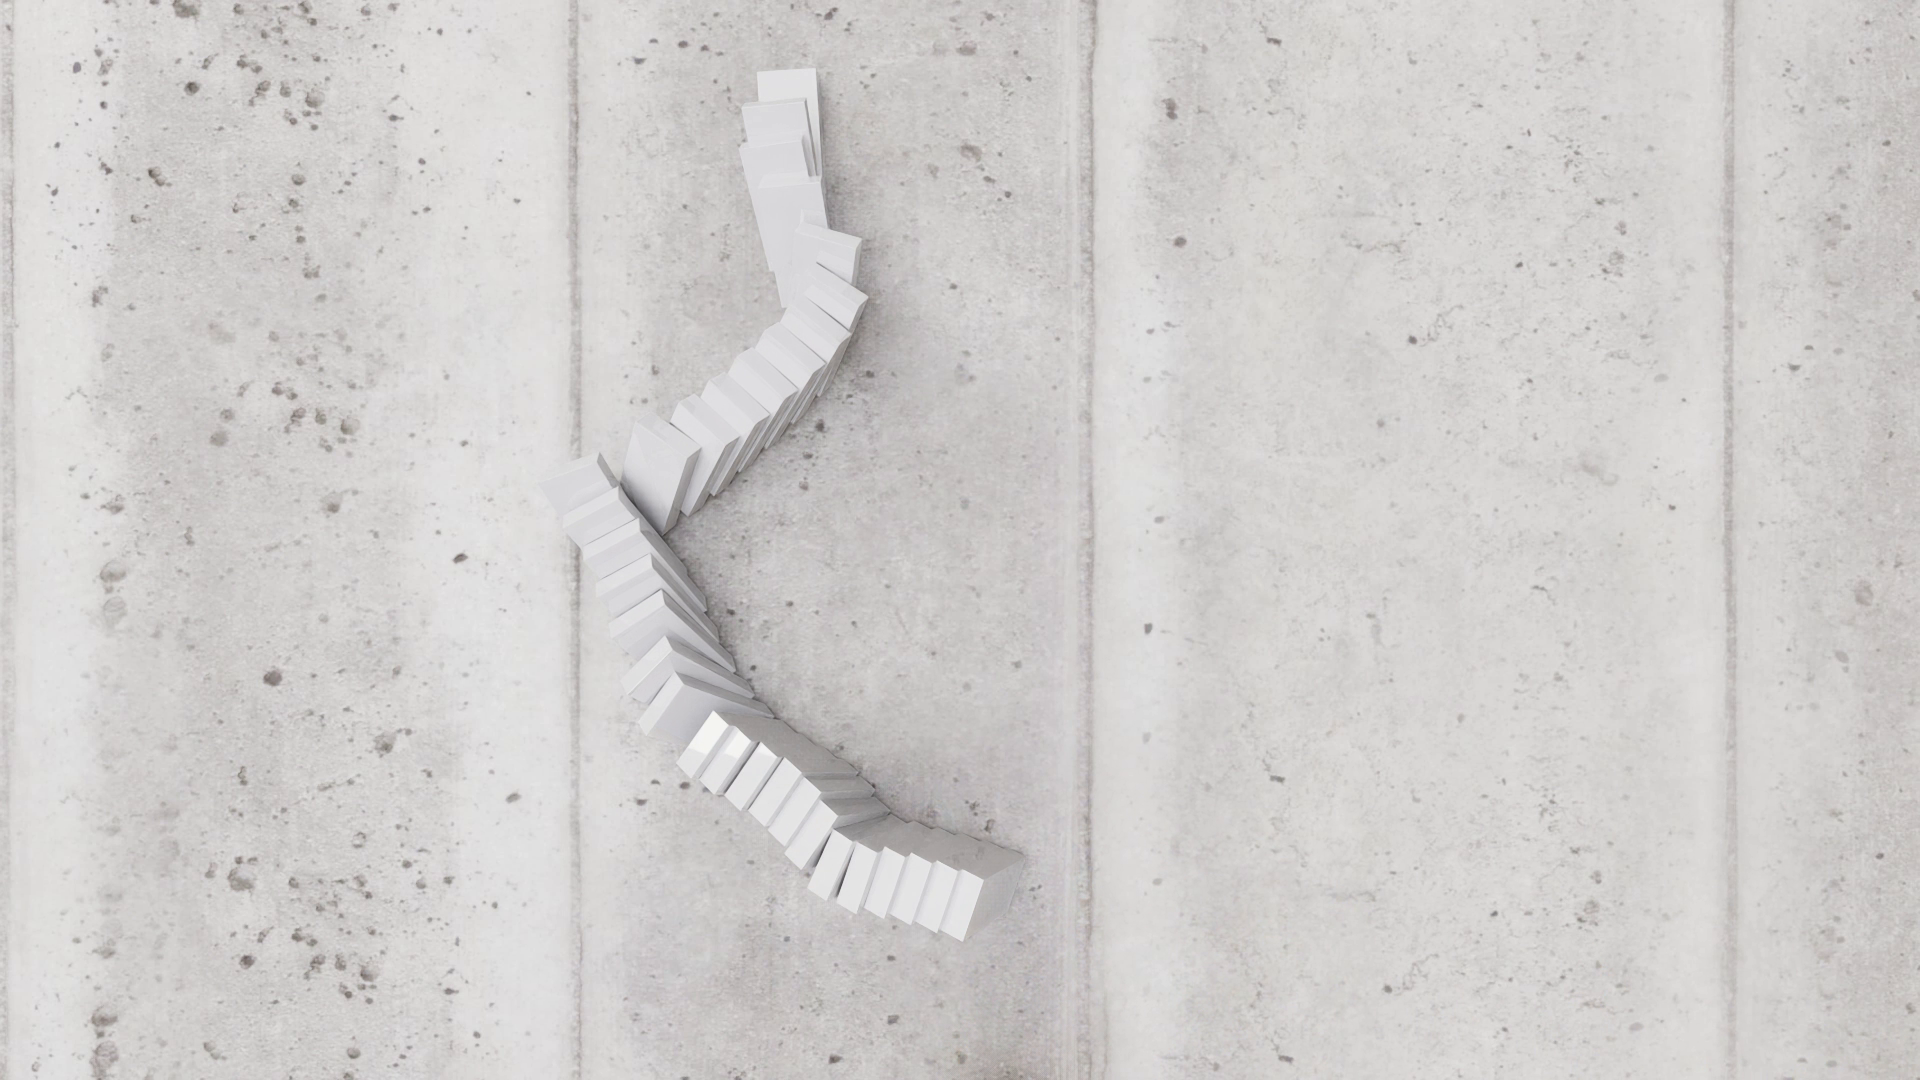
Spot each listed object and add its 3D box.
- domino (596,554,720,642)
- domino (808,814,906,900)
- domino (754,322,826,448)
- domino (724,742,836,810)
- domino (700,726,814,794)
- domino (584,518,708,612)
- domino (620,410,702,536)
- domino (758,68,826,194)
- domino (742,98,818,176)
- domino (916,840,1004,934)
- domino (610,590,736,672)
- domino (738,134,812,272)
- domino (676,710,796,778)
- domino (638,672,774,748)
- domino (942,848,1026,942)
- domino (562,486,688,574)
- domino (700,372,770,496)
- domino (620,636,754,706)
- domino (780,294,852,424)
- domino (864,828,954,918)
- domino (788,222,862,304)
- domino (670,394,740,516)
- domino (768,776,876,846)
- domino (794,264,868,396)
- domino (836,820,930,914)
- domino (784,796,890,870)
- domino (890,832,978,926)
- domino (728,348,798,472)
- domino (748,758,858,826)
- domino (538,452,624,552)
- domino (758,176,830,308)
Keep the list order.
[{"bbox_3d":[-0.124,0.030,0.380,0.025,0.010,0.050,-29,131,0],"label":"domino"},{"bbox_3d":[-0.041,0.129,0.375,0.010,0.050,0.025,24,91,24],"label":"domino"},{"bbox_3d":[-0.078,-0.063,0.379,0.025,0.009,0.050,41,133,-3],"label":"domino"},{"bbox_3d":[-0.072,0.097,0.375,0.009,0.050,0.025,34,90,25],"label":"domino"},{"bbox_3d":[-0.082,0.091,0.376,0.009,0.050,0.025,35,90,26],"label":"domino"},{"bbox_3d":[-0.130,0.016,0.380,0.025,0.010,0.050,-28,130,0],"label":"domino"},{"bbox_3d":[-0.126,-0.027,0.380,0.025,0.009,0.050,35,132,1],"label":"domino"},{"bbox_3d":[-0.072,-0.175,0.395,0.025,0.009,0.050,-4,90,0],"label":"domino"},{"bbox_3d":[-0.072,-0.155,0.381,0.025,0.010,0.050,-5,127,1],"label":"domino"},{"bbox_3d":[0.001,0.141,0.375,0.010,0.050,0.025,19,90,24],"label":"domino"},{"bbox_3d":[-0.118,0.045,0.380,0.025,0.010,0.050,-33,133,0],"label":"domino"},{"bbox_3d":[-0.072,-0.139,0.381,0.025,0.010,0.050,-7,127,2],"label":"domino"},{"bbox_3d":[-0.090,0.085,0.376,0.010,0.050,0.025,35,90,26],"label":"domino"},{"bbox_3d":[-0.104,0.074,0.378,0.025,0.050,0.009,-54,47,1],"label":"domino"},{"bbox_3d":[0.011,0.144,0.375,0.009,0.050,0.025,19,90,24],"label":"domino"},{"bbox_3d":[-0.138,0.004,0.380,0.025,0.010,0.050,-28,130,0],"label":"domino"},{"bbox_3d":[-0.100,-0.043,0.380,0.025,0.010,0.050,43,132,0],"label":"domino"},{"bbox_3d":[-0.111,0.061,0.378,0.025,0.050,0.010,-45,47,0],"label":"domino"},{"bbox_3d":[-0.067,-0.074,0.379,0.025,0.010,0.050,39,133,-3],"label":"domino"},{"bbox_3d":[-0.019,0.135,0.375,0.009,0.050,0.025,19,90,24],"label":"domino"},{"bbox_3d":[-0.057,-0.103,0.379,0.025,0.010,0.050,16,133,0],"label":"domino"},{"bbox_3d":[-0.111,-0.034,0.380,0.025,0.009,0.050,42,132,0],"label":"domino"},{"bbox_3d":[-0.055,0.110,0.375,0.010,0.050,0.025,34,90,24],"label":"domino"},{"bbox_3d":[-0.059,-0.086,0.379,0.025,0.010,0.050,32,133,-2],"label":"domino"},{"bbox_3d":[-0.030,0.133,0.375,0.009,0.050,0.025,20,92,24],"label":"domino"},{"bbox_3d":[-0.049,0.119,0.375,0.009,0.050,0.025,34,90,24],"label":"domino"},{"bbox_3d":[-0.009,0.138,0.375,0.010,0.050,0.025,19,90,24],"label":"domino"},{"bbox_3d":[-0.089,-0.053,0.379,0.025,0.010,0.050,43,133,-2],"label":"domino"},{"bbox_3d":[-0.063,0.103,0.375,0.010,0.050,0.025,34,90,24],"label":"domino"},{"bbox_3d":[-0.150,-0.010,0.382,0.025,0.010,0.050,-20,125,0],"label":"domino"},{"bbox_3d":[-0.066,-0.123,0.381,0.025,0.009,0.050,-5,127,0],"label":"domino"}]
